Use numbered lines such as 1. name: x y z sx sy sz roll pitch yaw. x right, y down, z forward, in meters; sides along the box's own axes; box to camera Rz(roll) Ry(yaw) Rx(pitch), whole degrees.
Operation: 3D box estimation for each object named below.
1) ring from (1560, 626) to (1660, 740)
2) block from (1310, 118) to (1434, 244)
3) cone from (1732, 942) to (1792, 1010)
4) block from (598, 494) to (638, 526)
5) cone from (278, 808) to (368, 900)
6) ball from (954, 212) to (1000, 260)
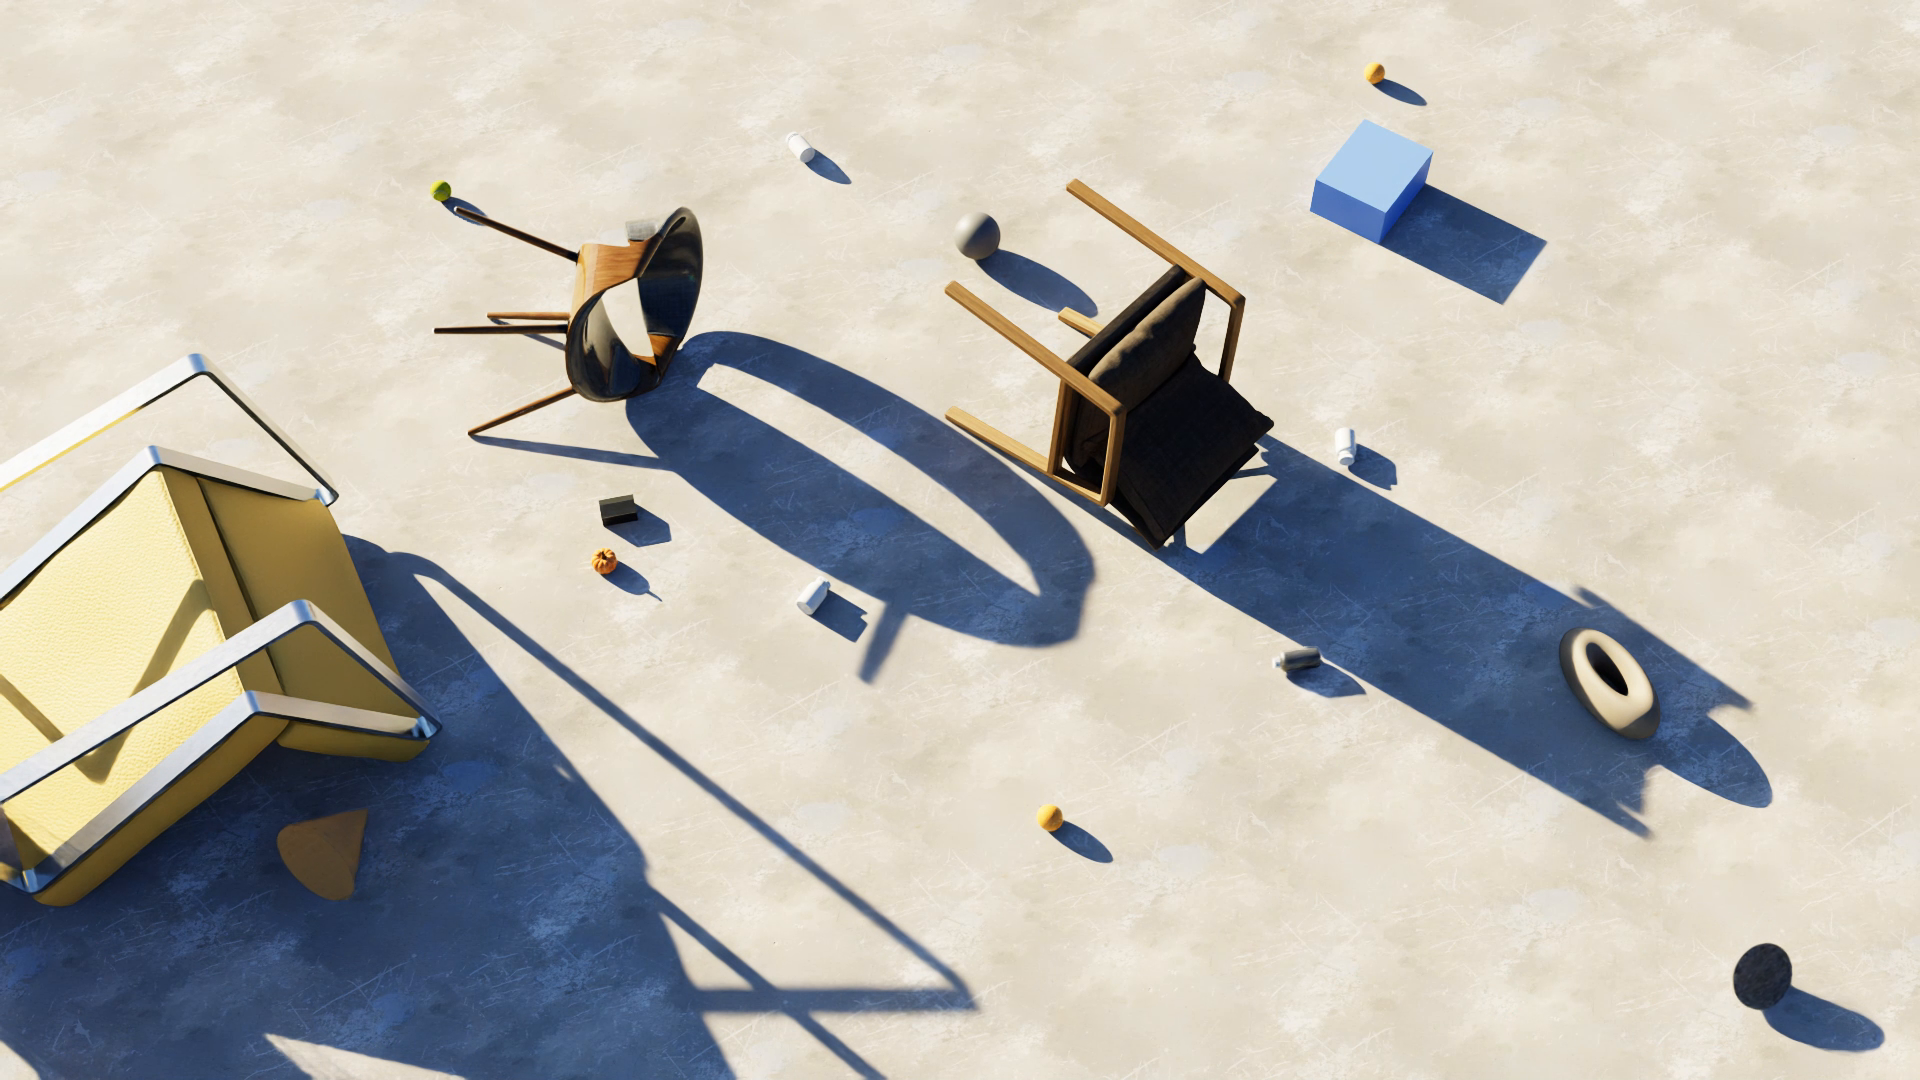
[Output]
1. ring: 1.837 0.403 6.223 0.188 0.137 0.382 -24 58 -17
2. block: 1.362 -1.188 7.279 0.259 0.153 0.331 30 61 18
3. cone: 2.078 1.130 5.776 0.188 0.094 0.181 18 92 -20
4. block: -1.027 -0.089 6.606 0.105 0.045 0.066 -11 57 -7
5. cone: -1.676 0.802 5.973 0.256 0.199 0.256 53 34 -12
6. ball: 0.056 -0.988 7.144 0.154 0.154 0.154 0 56 0
